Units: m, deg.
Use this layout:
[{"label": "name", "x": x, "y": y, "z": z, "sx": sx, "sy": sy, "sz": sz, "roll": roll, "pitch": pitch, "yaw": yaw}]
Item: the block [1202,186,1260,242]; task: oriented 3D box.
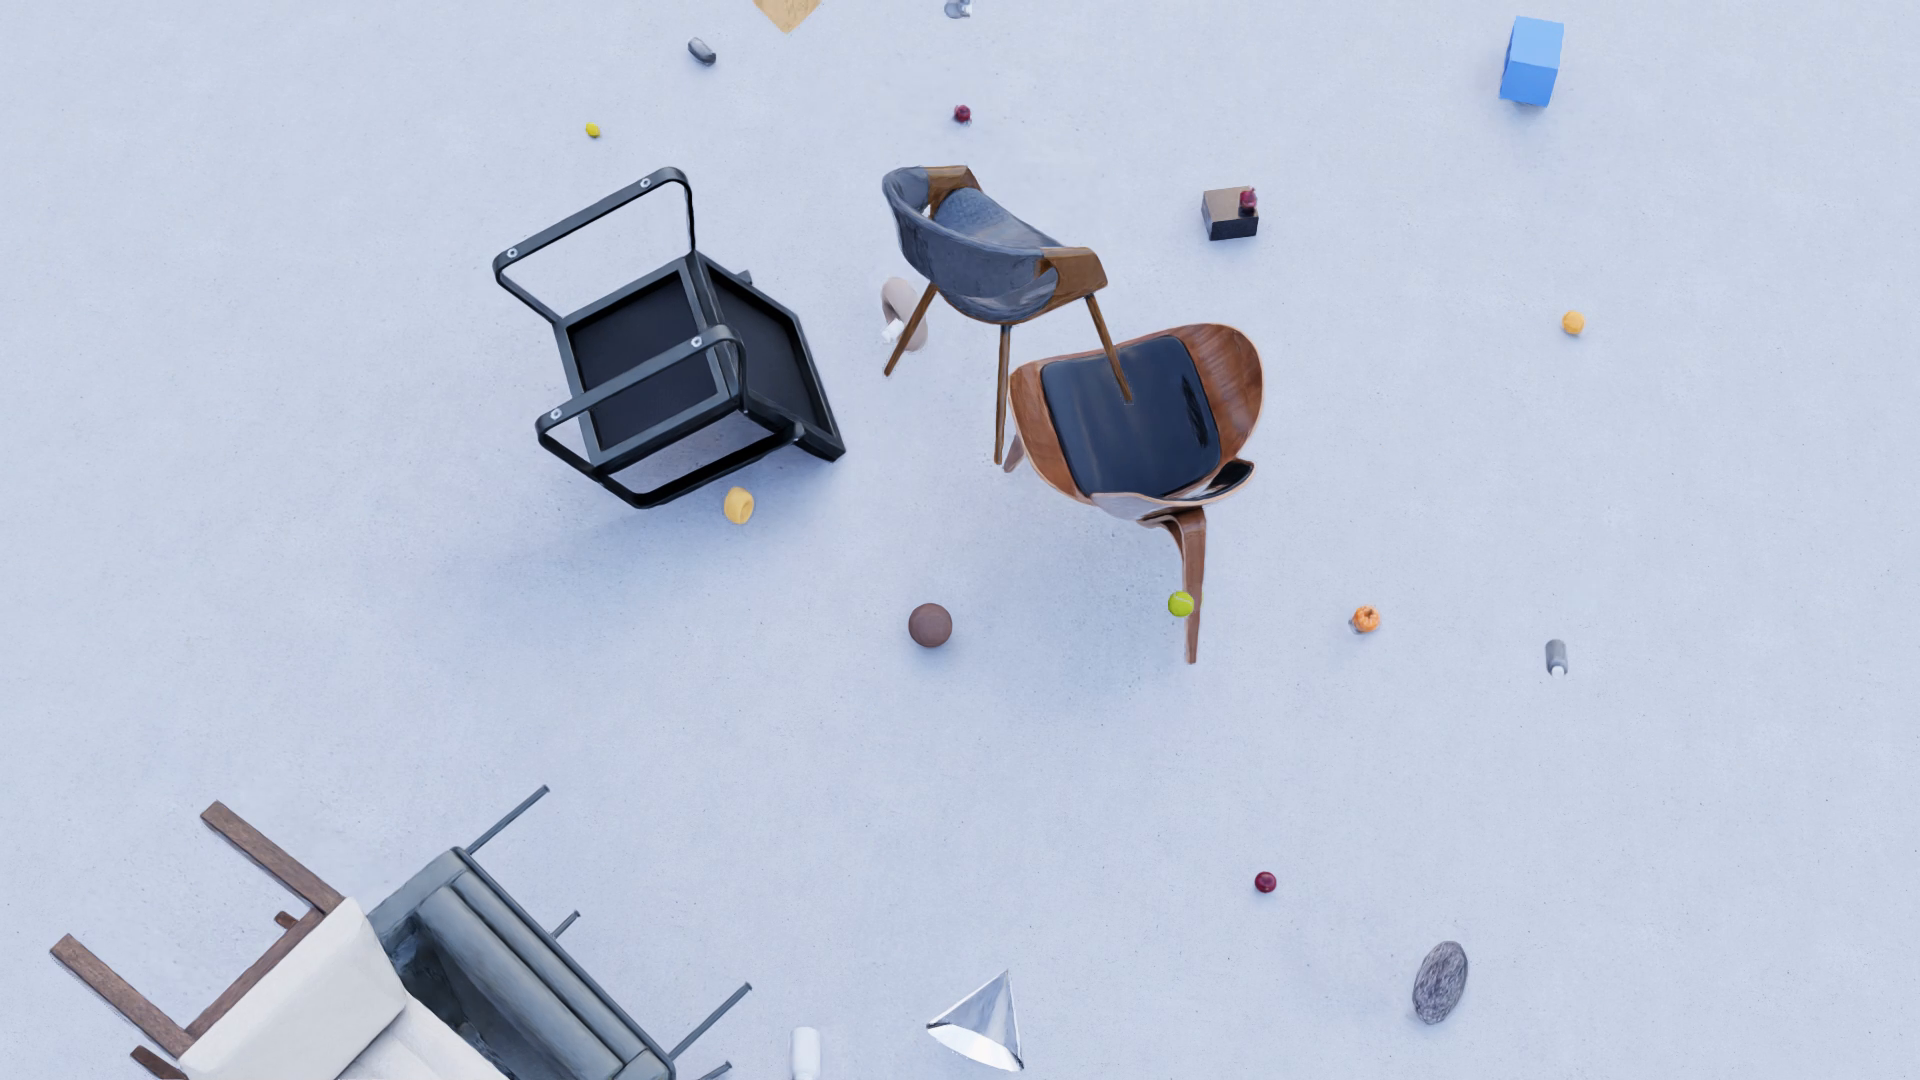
[{"label": "block", "x": 0.888, "y": -1.075, "z": 7.238, "sx": 0.155, "sy": 0.094, "sz": 0.137, "roll": -7, "pitch": 56, "yaw": -5}]

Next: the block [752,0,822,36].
[{"label": "block", "x": -0.601, "y": -1.857, "z": 7.342, "sx": 0.193, "sy": 0.236, "sz": 0.165, "roll": -42, "pitch": 30, "yaw": 14}]

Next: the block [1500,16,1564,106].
[{"label": "block", "x": 1.968, "y": -1.649, "z": 7.566, "sx": 0.166, "sy": 0.158, "sz": 0.265, "roll": 12, "pitch": 50, "yaw": 8}]

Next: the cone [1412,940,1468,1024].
[{"label": "cone", "x": 1.279, "y": 1.125, "z": 5.713, "sx": 0.130, "sy": 0.145, "sz": 0.260, "roll": 32, "pitch": 57, "yaw": 3}]

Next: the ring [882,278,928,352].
[{"label": "ring", "x": -0.172, "y": -0.700, "z": 6.823, "sx": 0.087, "sy": 0.170, "sz": 0.242, "roll": -23, "pitch": 103, "yaw": -18}]

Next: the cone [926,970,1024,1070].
[{"label": "cone", "x": 0.083, "y": 1.215, "z": 5.723, "sx": 0.274, "sy": 0.117, "sz": 0.260, "roll": 22, "pitch": 45, "yaw": 7}]

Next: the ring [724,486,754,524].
[{"label": "ring", "x": -0.656, "y": -0.103, "z": 6.520, "sx": 0.057, "sy": 0.213, "sz": 0.095, "roll": 34, "pitch": 75, "yaw": 9}]
